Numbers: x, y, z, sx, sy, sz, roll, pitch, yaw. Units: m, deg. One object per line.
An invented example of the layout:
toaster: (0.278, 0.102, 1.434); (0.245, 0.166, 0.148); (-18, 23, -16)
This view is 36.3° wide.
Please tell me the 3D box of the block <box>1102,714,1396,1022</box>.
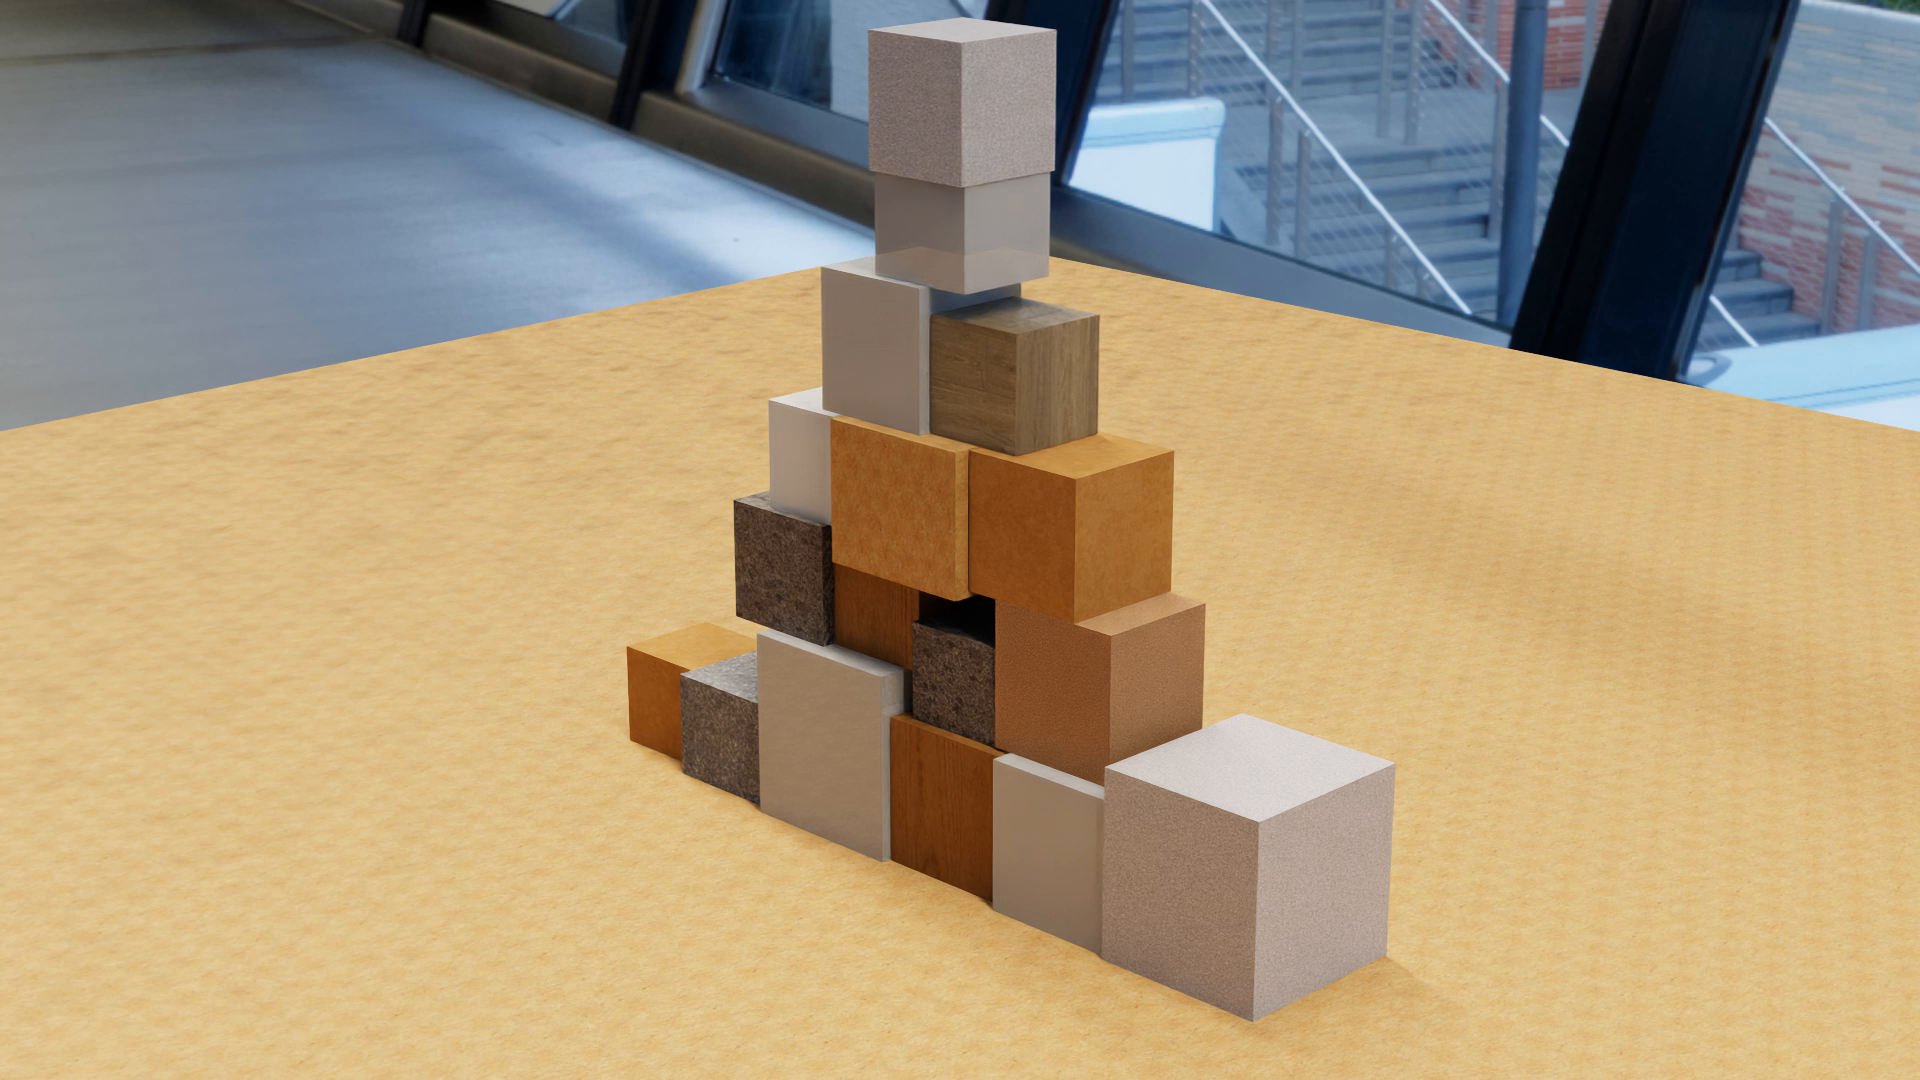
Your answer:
block: (1.225, 1.373, 12.494); (0.902, 0.889, 0.839); (-17, 24, -42)

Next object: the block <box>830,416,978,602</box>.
block: (-0.039, -0.217, 13.292); (0.744, 0.679, 0.798); (-17, 24, -42)

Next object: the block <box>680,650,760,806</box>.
block: (-0.923, 0.911, 14.566); (0.666, 0.527, 0.638); (-17, 24, -42)

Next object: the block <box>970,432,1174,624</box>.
block: (0.485, -0.082, 12.814); (0.627, 0.643, 0.630); (-17, 24, -42)

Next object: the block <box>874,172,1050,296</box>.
block: (0.010, -1.394, 12.905); (0.556, 0.471, 0.531); (17, 24, 42)

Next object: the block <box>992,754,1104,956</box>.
block: (0.667, 1.294, 13.021); (0.801, 0.723, 0.674); (-17, 24, -42)

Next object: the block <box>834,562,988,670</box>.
block: (-0.211, 0.272, 13.645); (0.492, 0.467, 0.564); (-17, 24, -42)

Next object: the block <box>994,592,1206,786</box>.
block: (0.612, 0.597, 12.880); (0.612, 0.692, 0.681); (-17, 24, -42)

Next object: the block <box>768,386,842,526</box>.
block: (-0.516, -0.403, 13.747); (0.524, 0.525, 0.546); (-17, 24, -42)

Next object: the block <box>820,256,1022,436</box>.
block: (-0.174, -0.911, 13.258); (0.641, 0.664, 0.633); (-17, 24, -42)

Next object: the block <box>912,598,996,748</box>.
block: (0.173, 0.587, 13.325); (0.570, 0.468, 0.525); (-17, 24, -42)

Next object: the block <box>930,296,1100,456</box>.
block: (0.241, -0.726, 12.882); (0.525, 0.541, 0.519); (-17, 24, -42)

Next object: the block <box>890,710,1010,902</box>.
block: (0.188, 1.147, 13.509); (0.724, 0.711, 0.705); (-17, 24, -42)

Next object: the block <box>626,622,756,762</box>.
block: (-1.320, 0.784, 14.993); (0.532, 0.514, 0.533); (-17, 24, -42)

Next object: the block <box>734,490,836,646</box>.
block: (-0.636, 0.088, 14.037); (0.629, 0.585, 0.623); (-17, 24, -42)

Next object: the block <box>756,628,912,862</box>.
block: (-0.365, 0.880, 14.018); (0.834, 0.915, 0.858); (-17, 24, -42)

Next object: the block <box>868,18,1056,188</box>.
block: (0.010, -1.909, 12.739); (0.571, 0.612, 0.580); (17, 24, 42)
